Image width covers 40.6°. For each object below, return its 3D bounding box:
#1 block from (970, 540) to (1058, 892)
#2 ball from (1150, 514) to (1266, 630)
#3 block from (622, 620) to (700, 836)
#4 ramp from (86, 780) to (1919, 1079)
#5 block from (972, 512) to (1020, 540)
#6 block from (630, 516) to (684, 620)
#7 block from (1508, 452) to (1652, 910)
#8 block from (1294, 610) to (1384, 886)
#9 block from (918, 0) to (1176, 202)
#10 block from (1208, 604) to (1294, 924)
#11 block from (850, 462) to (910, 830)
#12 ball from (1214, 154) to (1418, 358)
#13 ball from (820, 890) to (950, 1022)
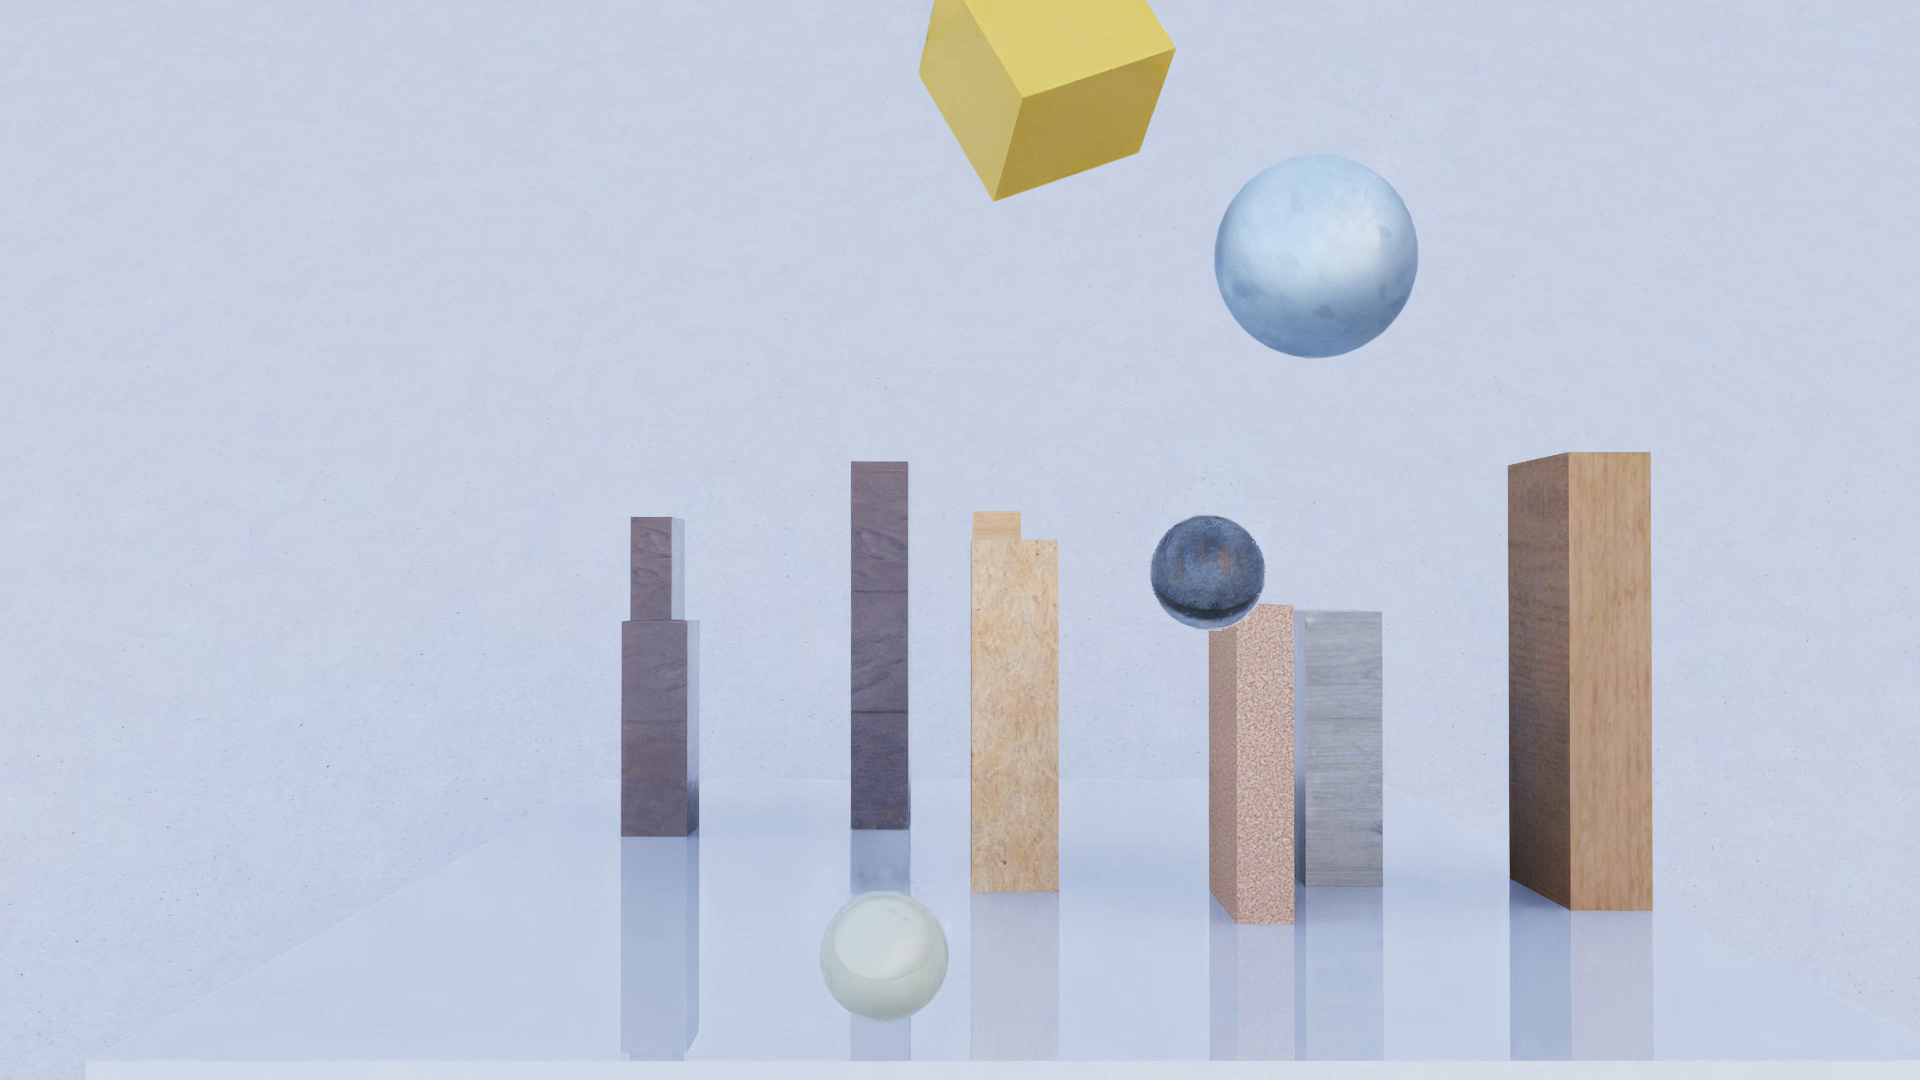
[{"bbox_3d":[0.091,0.292,4.424,0.143,0.579,0.311,0,-1,0],"label":"block"},{"bbox_3d":[0.271,0.035,2.838,0.126,0.126,0.126,0,33,0],"label":"ball"},{"bbox_3d":[-0.614,0.381,5.330,0.133,0.432,0.244,0,-1,0],"label":"block"},{"bbox_3d":[0.073,0.637,4.746,2.000,0.100,4.000,0,-1,0],"label":"ramp"},{"bbox_3d":[0.066,0.271,4.794,0.084,0.635,0.444,0,-1,0],"label":"block"},{"bbox_3d":[-0.688,0.279,5.903,0.092,0.657,0.271,0,-1,0],"label":"block"},{"bbox_3d":[1.009,0.222,4.246,0.127,0.711,0.447,0,-1,0],"label":"block"},{"bbox_3d":[0.643,0.353,4.537,0.129,0.460,0.394,0,-1,0],"label":"block"},{"bbox_3d":[0.088,-0.508,2.751,0.181,0.181,0.181,-21,68,-19],"label":"block"},{"bbox_3d":[0.455,0.338,4.075,0.085,0.474,0.431,0,-1,0],"label":"block"},{"bbox_3d":[-0.166,0.220,5.503,0.119,0.761,0.300,0,-1,0],"label":"block"},{"bbox_3d":[0.361,-0.288,2.634,0.206,0.206,0.206,0,33,0],"label":"ball"},{"bbox_3d":[-0.076,0.420,2.616,0.131,0.131,0.131,0,33,0],"label":"ball"}]
